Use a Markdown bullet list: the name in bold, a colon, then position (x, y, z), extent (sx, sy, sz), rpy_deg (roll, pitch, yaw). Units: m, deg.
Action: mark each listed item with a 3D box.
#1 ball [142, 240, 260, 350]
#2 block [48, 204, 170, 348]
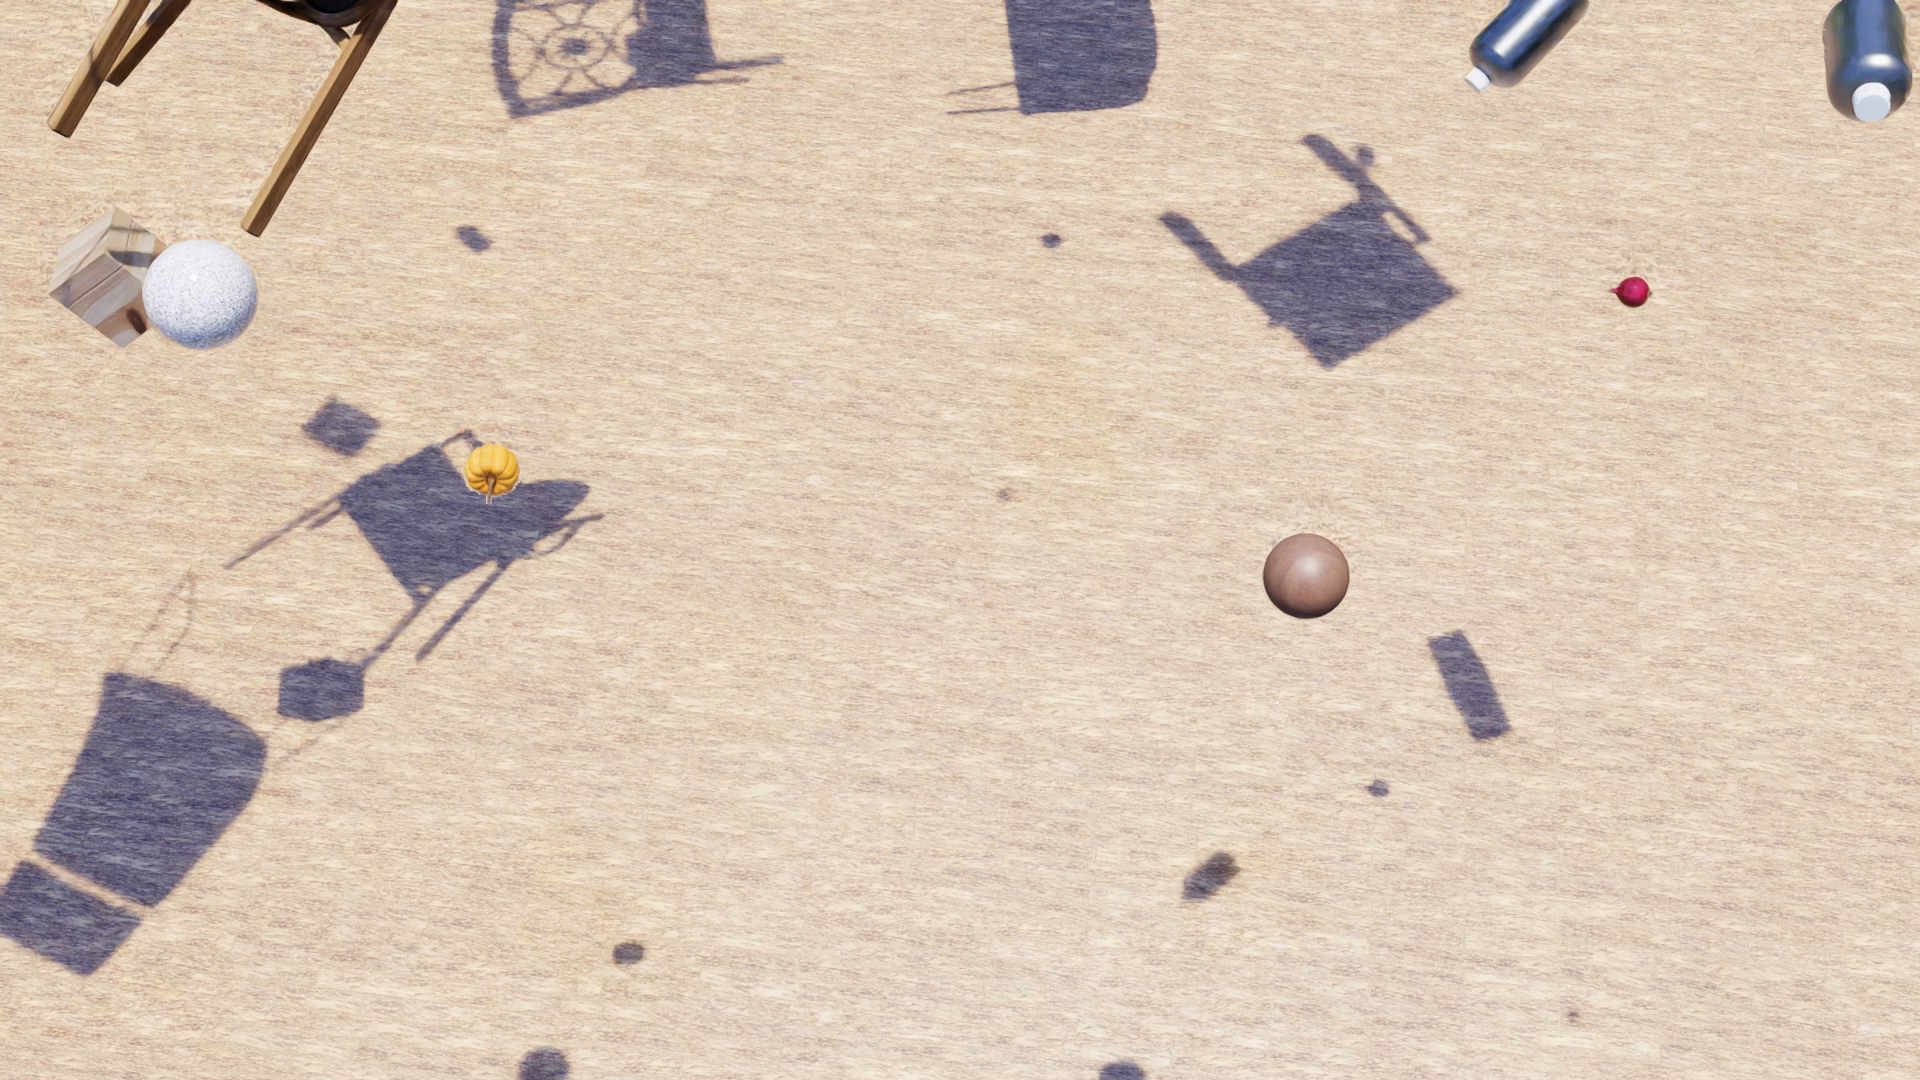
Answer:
- **ball**: position (-0.945, -0.305, 2.738), extent (0.137, 0.137, 0.137), rpy_deg (0, 56, 0)
- **block**: position (-1.751, -0.547, 4.577), extent (0.165, 0.190, 0.161), rpy_deg (-30, 43, 19)
